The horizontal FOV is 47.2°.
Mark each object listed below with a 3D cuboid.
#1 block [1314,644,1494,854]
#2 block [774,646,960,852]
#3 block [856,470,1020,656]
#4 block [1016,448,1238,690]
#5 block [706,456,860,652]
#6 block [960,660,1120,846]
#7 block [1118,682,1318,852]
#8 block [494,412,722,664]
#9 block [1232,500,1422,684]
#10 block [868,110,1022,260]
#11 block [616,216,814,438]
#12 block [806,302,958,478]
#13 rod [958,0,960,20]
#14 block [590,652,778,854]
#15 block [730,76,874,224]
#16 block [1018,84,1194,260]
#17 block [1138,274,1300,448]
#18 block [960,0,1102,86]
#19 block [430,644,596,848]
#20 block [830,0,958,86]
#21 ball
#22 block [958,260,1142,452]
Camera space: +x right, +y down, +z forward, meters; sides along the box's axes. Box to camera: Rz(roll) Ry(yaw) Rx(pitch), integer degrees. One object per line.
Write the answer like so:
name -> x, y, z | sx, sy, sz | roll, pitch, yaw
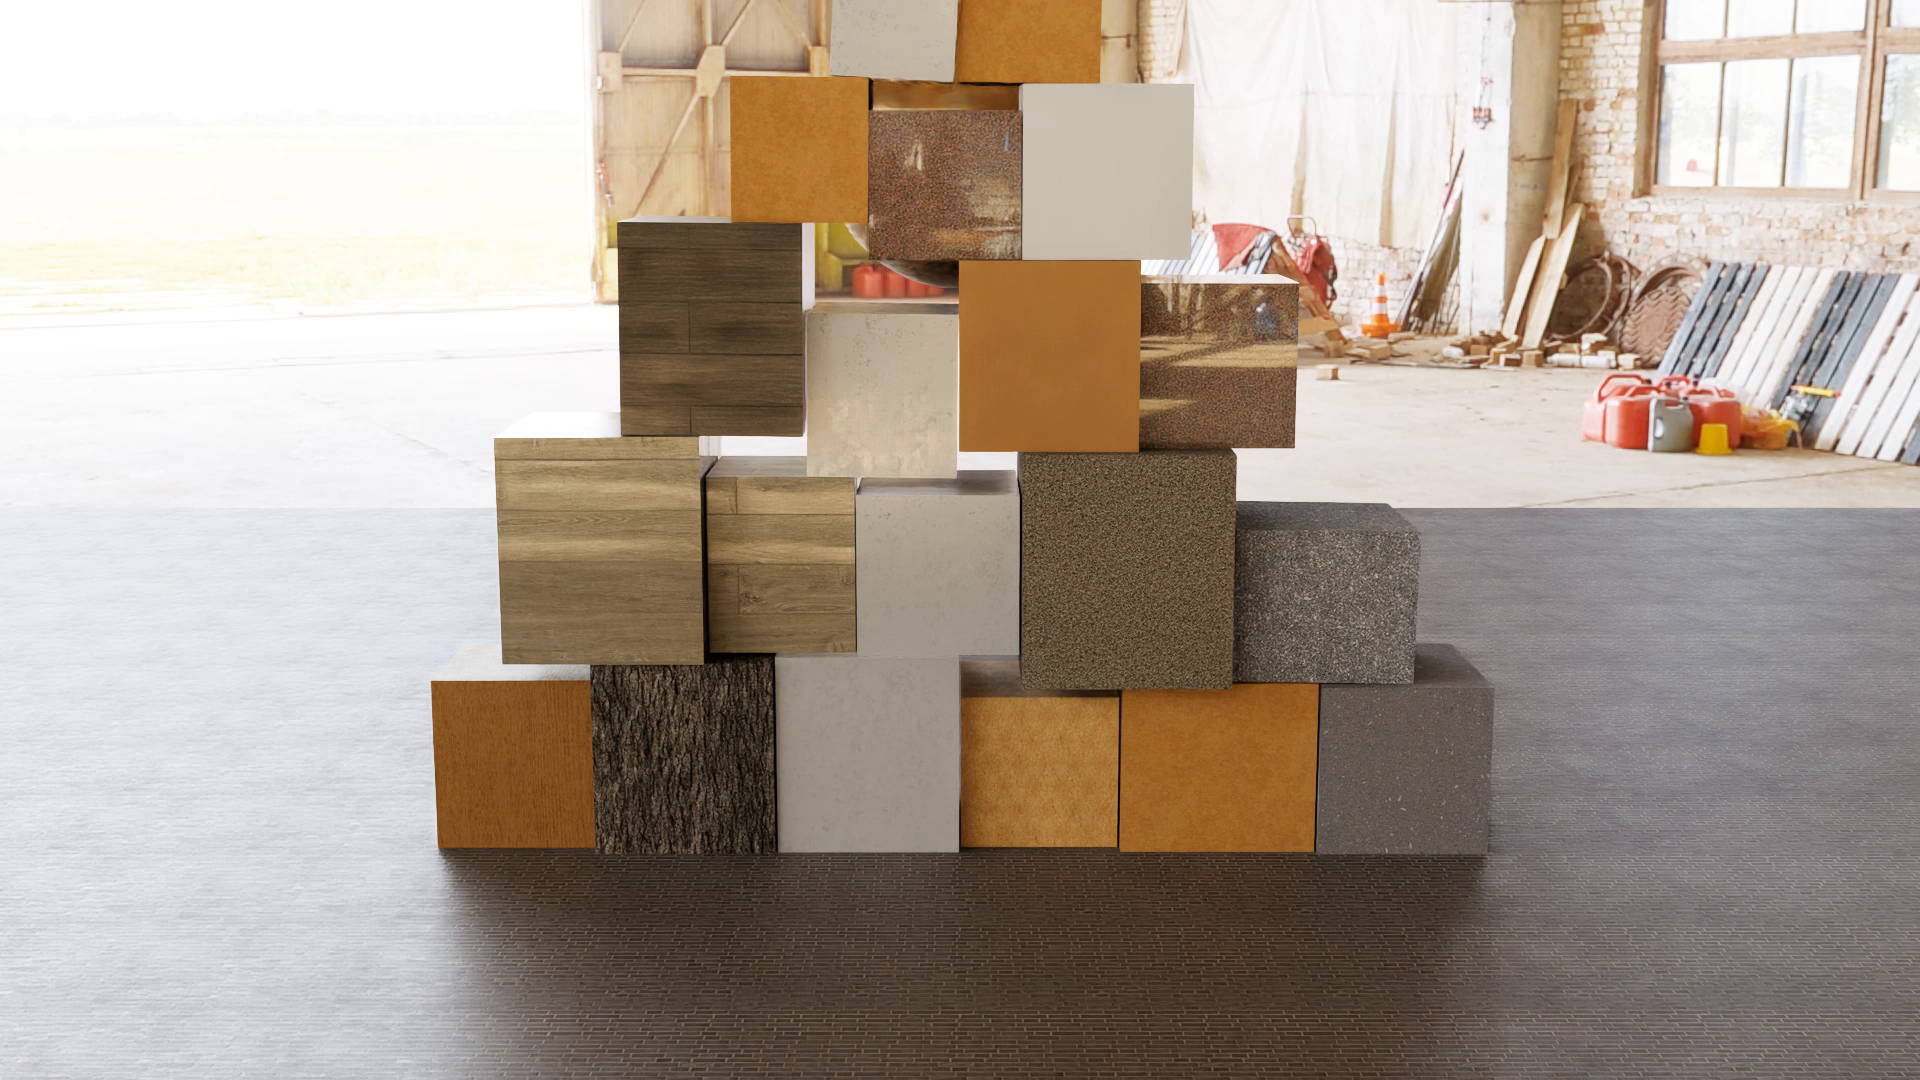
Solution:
block -> 2.203, 1.059, 11.356 | 0.847, 0.853, 0.973 | 0, 10, 0
block -> -0.457, 0.987, 11.352 | 0.905, 0.997, 0.929 | 0, 10, 0
block -> -0.108, 0.100, 11.208 | 0.799, 0.800, 0.846 | 0, 10, 0
block -> 0.815, 0.064, 11.175 | 1.026, 1.154, 1.095 | 0, 10, 0
block -> -0.881, 0.059, 11.203 | 0.727, 0.882, 0.738 | 0, 10, 0
block -> 0.398, 1.094, 11.386 | 0.786, 0.774, 0.785 | 0, 10, 0
block -> 1.285, 1.052, 11.373 | 0.968, 0.861, 0.931 | 0, 10, 0
block -> -1.748, -0.030, 11.157 | 0.987, 1.122, 0.997 | 0, 10, 0
block -> 1.796, 0.252, 11.236 | 0.904, 0.764, 0.872 | 1, 10, 0
block -> -0.072, -1.755, 10.845 | 0.731, 0.705, 0.703 | 0, 10, 0
block -> -1.193, -1.084, 10.966 | 0.881, 1.021, 0.898 | 1, 10, 0
block -> -0.377, -0.765, 11.047 | 0.733, 0.799, 0.753 | 1, 10, 0
rod -> 0.000, -5.202, 11.148 | 0.080, 5.200, 0.080 | 0, 31, 0
block -> -1.368, 1.000, 11.349 | 0.896, 0.973, 0.968 | 0, 10, 0
block -> -0.768, -1.922, 10.828 | 0.657, 0.687, 0.671 | 1, 10, 0
block -> 0.704, -1.820, 10.855 | 0.811, 0.830, 0.762 | 0, 10, 0
block -> 1.257, -0.906, 11.029 | 0.764, 0.806, 0.693 | 0, 10, 0
block -> 0.335, -2.523, 10.709 | 0.670, 0.596, 0.590 | 1, 10, 0
block -> -2.226, 1.050, 11.379 | 0.800, 0.863, 0.805 | 0, 10, 0
block -> -0.308, -2.552, 10.706 | 0.590, 0.617, 0.664 | 3, 10, -1
ball -> 0.000, -2.273, 12.875 | 1.600, 1.600, 1.600 | 0, 10, 0
block -> 0.430, -0.960, 11.009 | 0.870, 0.919, 0.902 | 0, 10, 0
